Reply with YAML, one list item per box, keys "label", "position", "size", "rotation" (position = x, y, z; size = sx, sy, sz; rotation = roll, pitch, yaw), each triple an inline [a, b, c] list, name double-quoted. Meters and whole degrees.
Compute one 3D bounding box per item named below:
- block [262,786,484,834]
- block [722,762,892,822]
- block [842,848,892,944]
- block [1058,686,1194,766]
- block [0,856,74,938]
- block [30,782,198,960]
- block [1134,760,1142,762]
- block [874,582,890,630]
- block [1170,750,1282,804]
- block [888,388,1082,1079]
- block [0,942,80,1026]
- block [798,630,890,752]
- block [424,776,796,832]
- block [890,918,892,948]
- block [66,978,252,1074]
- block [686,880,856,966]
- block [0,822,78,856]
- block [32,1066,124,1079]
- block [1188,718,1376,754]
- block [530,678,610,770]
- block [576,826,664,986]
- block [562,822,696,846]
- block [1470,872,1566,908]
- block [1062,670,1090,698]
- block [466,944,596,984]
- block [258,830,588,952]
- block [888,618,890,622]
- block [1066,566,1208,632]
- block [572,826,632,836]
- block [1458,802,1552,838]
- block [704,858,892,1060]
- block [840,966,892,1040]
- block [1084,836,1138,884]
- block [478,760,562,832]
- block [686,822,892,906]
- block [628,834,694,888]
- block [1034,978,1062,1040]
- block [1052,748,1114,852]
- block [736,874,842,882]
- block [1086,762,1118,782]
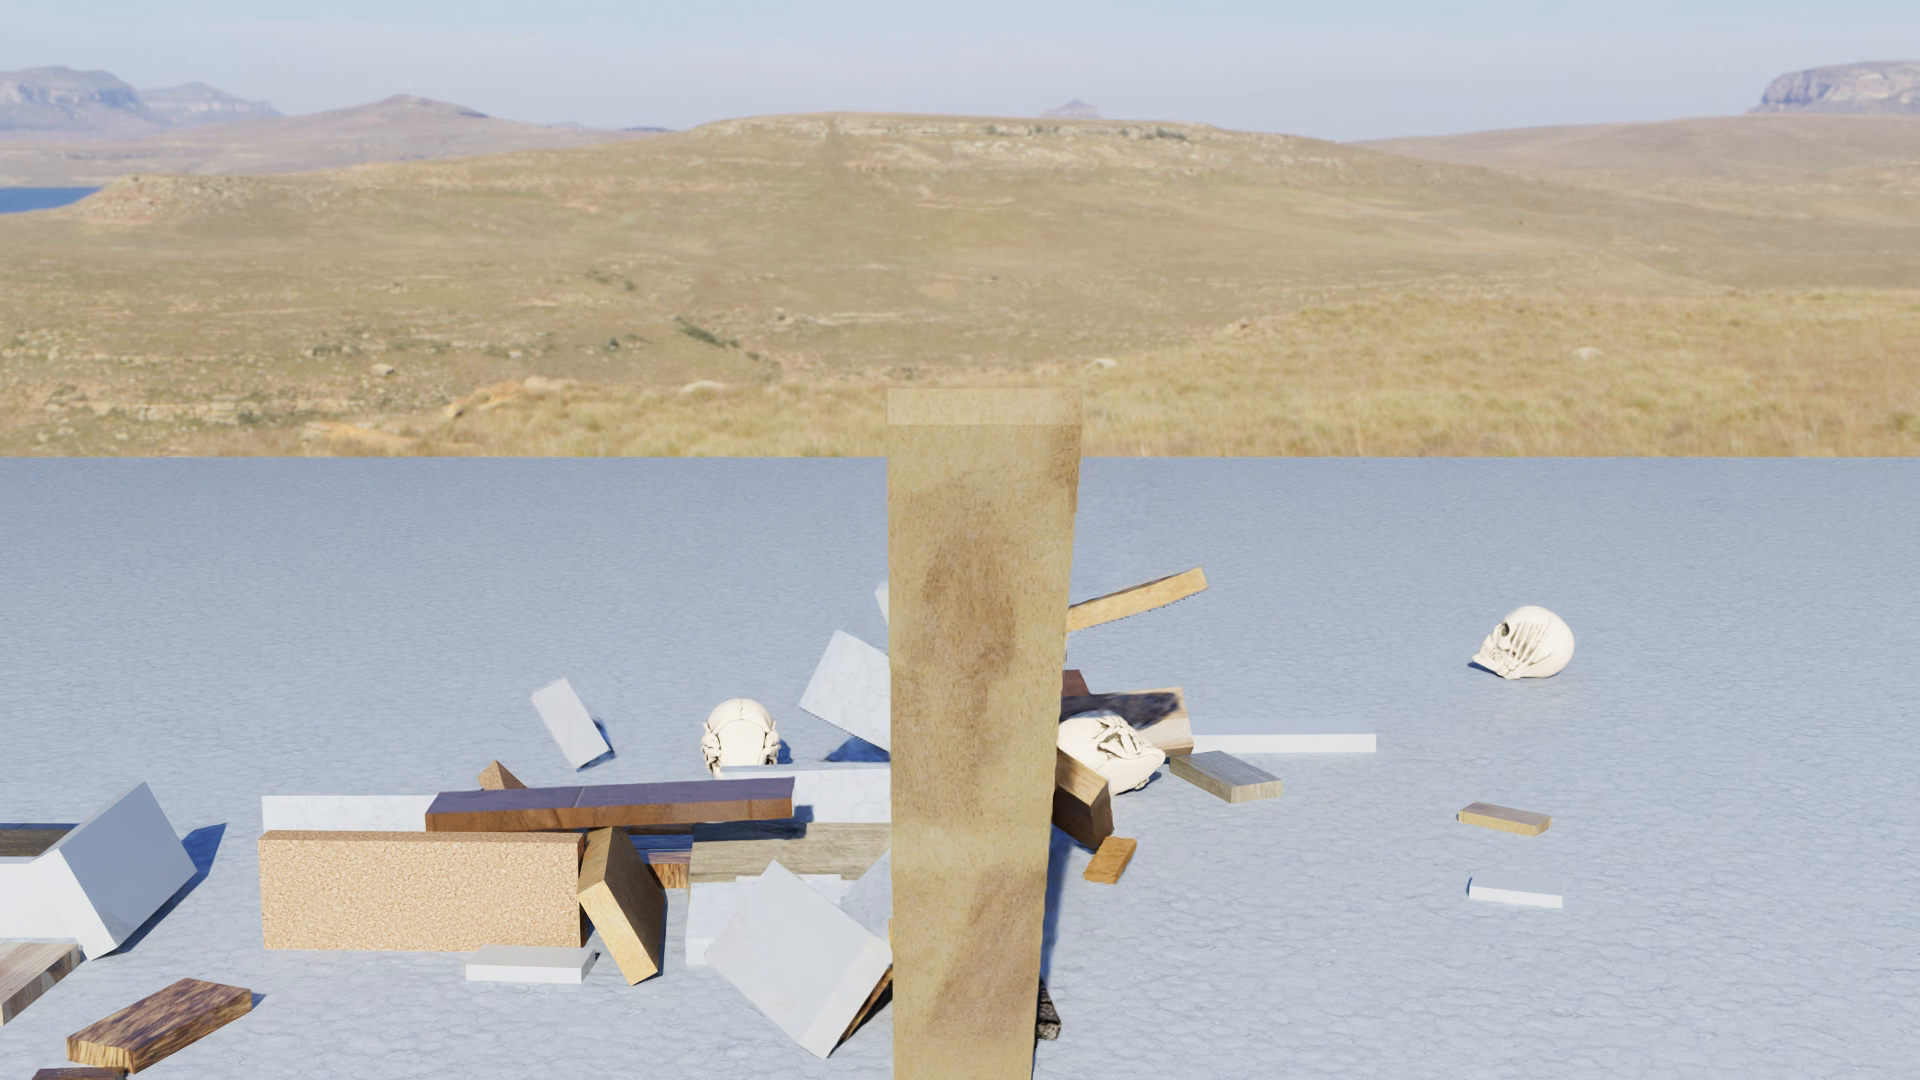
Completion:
- label: "block"
  position: [-0.970, 0.503, 3.654]
  size: [0.354, 0.177, 0.050]
  rotation: [0, 11, -1]
- label: "block"
  position: [-0.262, 0.474, 3.868]
  size: [0.310, 0.155, 0.044]
  rotation: [-1, 11, -5]
- label: "block"
  position: [-0.126, 0.564, 3.274]
  size: [0.033, 0.117, 0.234]
  rotation: [40, 15, -17]
- label: "block"
  position: [0.319, 0.370, 4.359]
  size: [0.266, 0.133, 0.038]
  rotation: [-5, -30, -9]
- label: "block"
  position: [-1.516, 0.564, 3.475]
  size: [0.243, 0.121, 0.034]
  rotation: [0, 11, 0]
- label: "block"
  position: [-1.350, 0.525, 3.527]
  size: [0.050, 0.177, 0.354]
  rotation: [-26, 9, 5]
- label: "block"
  position: [0.266, 0.397, 4.447]
  size: [0.229, 0.032, 0.114]
  rotation: [5, 21, 14]
- label: "block"
  position: [-0.049, 0.199, 4.218]
  size: [0.138, 0.276, 0.039]
  rotation: [-13, 21, 21]
- label: "block"
  position: [0.517, 0.460, 4.282]
  size: [0.114, 0.032, 0.229]
  rotation: [-5, 12, -24]
- label: "block"
  position: [0.012, 0.297, 2.464]
  size: [0.178, 1.216, 0.050]
  rotation: [0, 46, -2]
- label: "block"
  position: [-1.410, 0.653, 3.241]
  size: [0.117, 0.033, 0.235]
  rotation: [1, 11, 4]
- label: "block"
  position: [-0.133, 0.304, 4.080]
  size: [0.314, 0.157, 0.044]
  rotation: [30, -7, -30]
- label: "block"
  position: [-0.558, 0.427, 3.545]
  size: [0.581, 0.033, 0.117]
  rotation: [-2, 11, -1]
- label: "block"
  position: [-0.025, 0.587, 2.977]
  size: [0.117, 0.234, 0.033]
  rotation: [-4, 47, 3]
- label: "block"
  position: [-1.123, 0.680, 3.091]
  size: [0.117, 0.033, 0.235]
  rotation: [4, 11, 22]
- label: "block"
  position: [-0.258, 0.595, 3.429]
  size: [0.327, 0.046, 0.163]
  rotation: [-1, 22, -3]
- label: "block"
  position: [-1.515, 0.533, 3.644]
  size: [0.243, 0.122, 0.034]
  rotation: [0, 11, 1]
- label: "block"
  position: [-1.176, 0.720, 2.925]
  size: [0.110, 0.016, 0.055]
  rotation: [-1, 11, -4]
- label: "block"
  position: [0.502, 0.405, 4.560]
  size: [0.697, 0.038, 0.133]
  rotation: [0, 11, -1]
- label: "block"
  position: [-0.777, 0.366, 4.380]
  size: [0.024, 0.169, 0.085]
  rotation: [-34, -3, 39]
- label: "block"
  position: [-0.525, 0.553, 3.415]
  size: [0.046, 0.163, 0.327]
  rotation: [-28, 12, 0]
- label: "block"
  position: [-0.596, 0.517, 3.967]
  size: [0.249, 0.035, 0.125]
  rotation: [1, 11, 6]
- label: "block"
  position: [0.927, 0.582, 3.655]
  size: [0.149, 0.021, 0.074]
  rotation: [4, 11, 19]
- label: "block"
  position: [0.203, 0.339, 4.503]
  size: [0.133, 0.038, 0.266]
  rotation: [-3, 20, -8]
- label: "block"
  position: [-0.649, 0.641, 3.327]
  size: [0.175, 0.024, 0.085]
  rotation: [1, 11, 5]
- label: "block"
  position: [-0.834, 0.546, 3.421]
  size: [0.495, 0.177, 0.050]
  rotation: [0, 11, 2]
- label: "block"
  position: [-0.048, 0.094, 3.806]
  size: [0.114, 0.032, 0.228]
  rotation: [-34, 4, 15]
- label: "block"
  position: [0.222, 0.119, 3.649]
  size: [0.388, 0.035, 0.125]
  rotation: [-19, -1, 43]
- label: "block"
  position: [-0.626, 0.491, 3.939]
  size: [0.091, 0.026, 0.182]
  rotation: [1, 11, 7]
- label: "block"
  position: [1.000, 0.512, 4.034]
  size: [0.148, 0.021, 0.074]
  rotation: [8, 13, 37]
- label: "block"
  position: [-0.234, 0.597, 3.166]
  size: [0.050, 0.178, 0.356]
  rotation: [40, -10, -28]
- label: "block"
  position: [-0.179, 0.617, 3.176]
  size: [0.033, 0.117, 0.234]
  rotation: [37, -2, -25]
- label: "block"
  position: [0.258, 0.547, 3.760]
  size: [0.055, 0.016, 0.110]
  rotation: [4, 30, 25]
- label: "block"
  position: [-0.741, 0.490, 3.764]
  size: [0.044, 0.155, 0.310]
  rotation: [-44, 22, -3]
- label: "block"
  position: [-0.260, 0.539, 3.652]
  size: [0.370, 0.046, 0.163]
  rotation: [0, 33, -1]
- label: "block"
  position: [-0.348, 0.549, 3.769]
  size: [0.514, 0.044, 0.155]
  rotation: [0, 11, -2]
- label: "block"
  position: [0.080, 0.655, 3.152]
  size: [0.094, 0.027, 0.187]
  rotation: [15, 10, -12]
- label: "block"
  position: [0.166, 0.420, 3.703]
  size: [0.178, 0.050, 0.356]
  rotation: [33, -14, 16]
- label: "block"
  position: [-0.275, 0.581, 3.534]
  size: [0.169, 0.024, 0.085]
  rotation: [-1, 45, -3]
- label: "block"
  position: [0.231, 0.453, 4.349]
  size: [0.149, 0.021, 0.074]
  rotation: [3, 11, 15]
